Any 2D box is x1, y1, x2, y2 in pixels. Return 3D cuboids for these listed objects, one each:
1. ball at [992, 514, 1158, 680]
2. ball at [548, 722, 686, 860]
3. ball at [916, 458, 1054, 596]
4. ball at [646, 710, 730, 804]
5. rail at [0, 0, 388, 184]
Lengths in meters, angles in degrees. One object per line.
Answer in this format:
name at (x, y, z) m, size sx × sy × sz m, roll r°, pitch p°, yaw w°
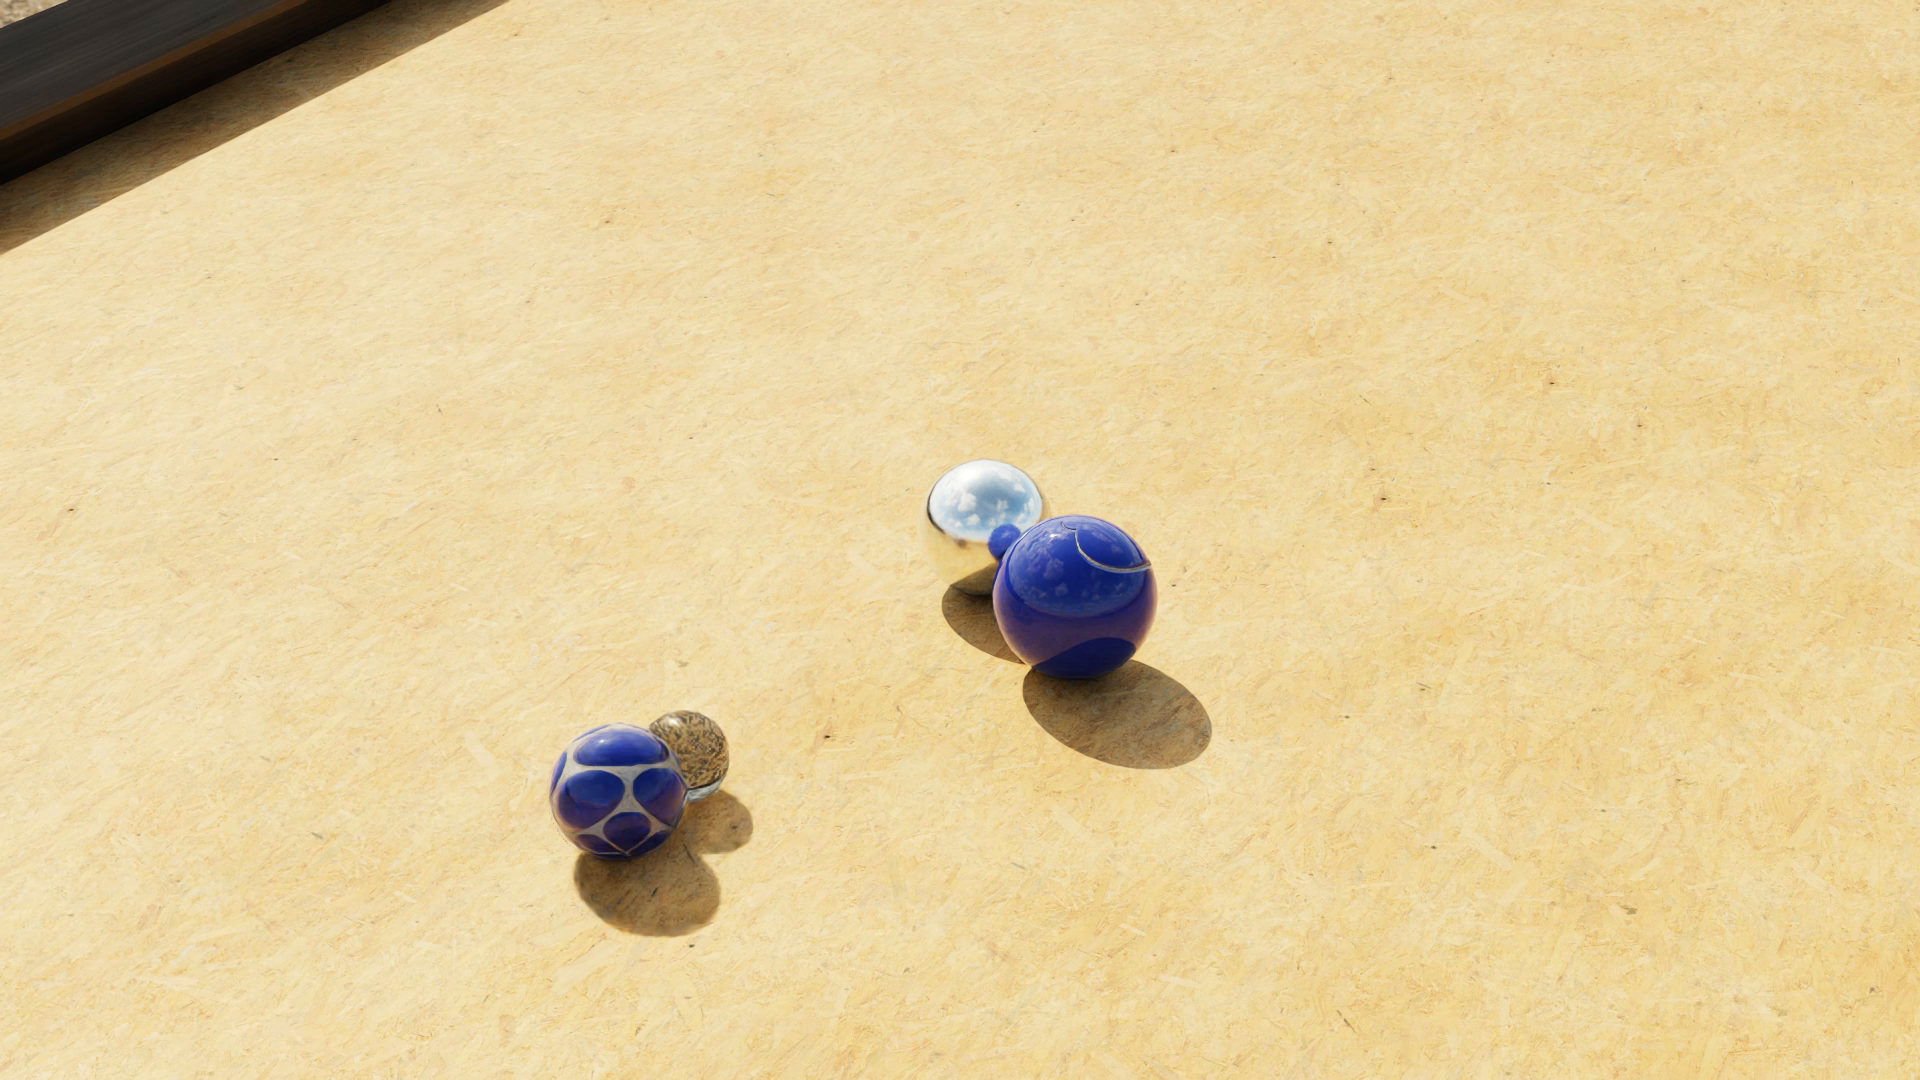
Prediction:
ball at (0.064, 0.032, 1.639) m, size 0.093 × 0.093 × 0.093 m, roll 0°, pitch 27°, yaw 0°
ball at (-0.172, 0.127, 1.481) m, size 0.069 × 0.069 × 0.069 m, roll 0°, pitch 27°, yaw 0°
ball at (0.015, -0.008, 1.727) m, size 0.081 × 0.081 × 0.081 m, roll 0°, pitch 27°, yaw 0°
ball at (-0.144, 0.113, 1.530) m, size 0.048 × 0.048 × 0.048 m, roll 0°, pitch 27°, yaw 0°
rail at (-0.489, -0.591, 2.810) m, size 0.045 × 0.120 × 3.689 m, roll 12°, pitch 30°, yaw 22°
